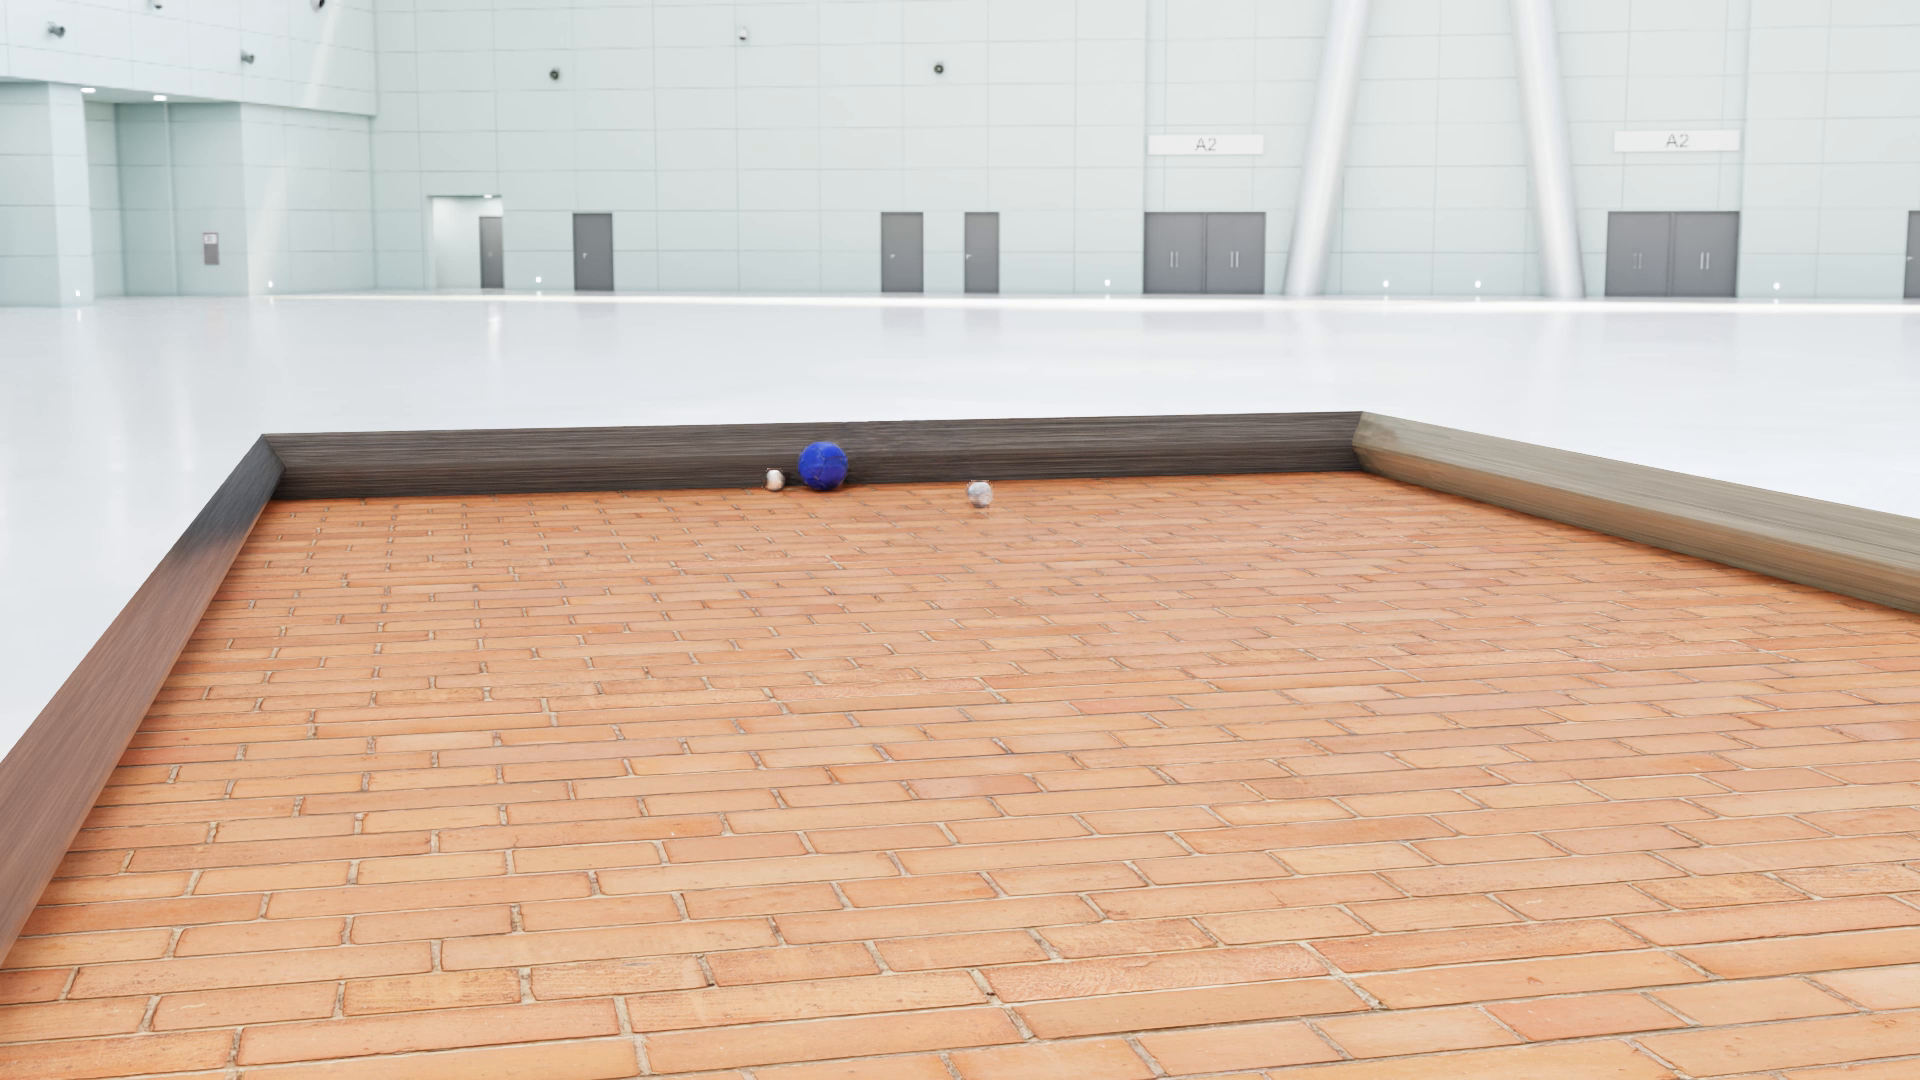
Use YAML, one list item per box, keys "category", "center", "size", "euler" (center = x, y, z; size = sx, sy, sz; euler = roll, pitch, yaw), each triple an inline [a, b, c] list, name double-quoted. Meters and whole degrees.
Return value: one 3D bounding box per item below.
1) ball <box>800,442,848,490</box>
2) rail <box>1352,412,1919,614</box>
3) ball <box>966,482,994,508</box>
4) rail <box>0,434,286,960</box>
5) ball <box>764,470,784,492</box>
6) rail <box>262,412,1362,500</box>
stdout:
- category: "ball"
  center: [-0.275, -0.149, 4.434]
  size: [0.099, 0.099, 0.099]
  euler: [0, 8, 0]
- category: "rail"
  center: [1.332, 0.060, 2.847]
  size: [0.045, 0.129, 4.055]
  euler: [-2, 8, -13]
- category: "ball"
  center: [0.038, -0.086, 4.164]
  size: [0.050, 0.050, 0.050]
  euler: [0, 8, 0]
- category: "rail"
  center: [-0.857, 0.133, 2.325]
  size: [0.045, 0.129, 4.055]
  euler: [-2, 8, -13]
- category: "ball"
  center: [-0.374, -0.119, 4.420]
  size: [0.044, 0.044, 0.044]
  euler: [0, 8, 0]
- category: "rail"
  center: [-0.232, -0.176, 4.515]
  size: [2.299, 0.129, 0.045]
  euler: [-2, 8, -13]
